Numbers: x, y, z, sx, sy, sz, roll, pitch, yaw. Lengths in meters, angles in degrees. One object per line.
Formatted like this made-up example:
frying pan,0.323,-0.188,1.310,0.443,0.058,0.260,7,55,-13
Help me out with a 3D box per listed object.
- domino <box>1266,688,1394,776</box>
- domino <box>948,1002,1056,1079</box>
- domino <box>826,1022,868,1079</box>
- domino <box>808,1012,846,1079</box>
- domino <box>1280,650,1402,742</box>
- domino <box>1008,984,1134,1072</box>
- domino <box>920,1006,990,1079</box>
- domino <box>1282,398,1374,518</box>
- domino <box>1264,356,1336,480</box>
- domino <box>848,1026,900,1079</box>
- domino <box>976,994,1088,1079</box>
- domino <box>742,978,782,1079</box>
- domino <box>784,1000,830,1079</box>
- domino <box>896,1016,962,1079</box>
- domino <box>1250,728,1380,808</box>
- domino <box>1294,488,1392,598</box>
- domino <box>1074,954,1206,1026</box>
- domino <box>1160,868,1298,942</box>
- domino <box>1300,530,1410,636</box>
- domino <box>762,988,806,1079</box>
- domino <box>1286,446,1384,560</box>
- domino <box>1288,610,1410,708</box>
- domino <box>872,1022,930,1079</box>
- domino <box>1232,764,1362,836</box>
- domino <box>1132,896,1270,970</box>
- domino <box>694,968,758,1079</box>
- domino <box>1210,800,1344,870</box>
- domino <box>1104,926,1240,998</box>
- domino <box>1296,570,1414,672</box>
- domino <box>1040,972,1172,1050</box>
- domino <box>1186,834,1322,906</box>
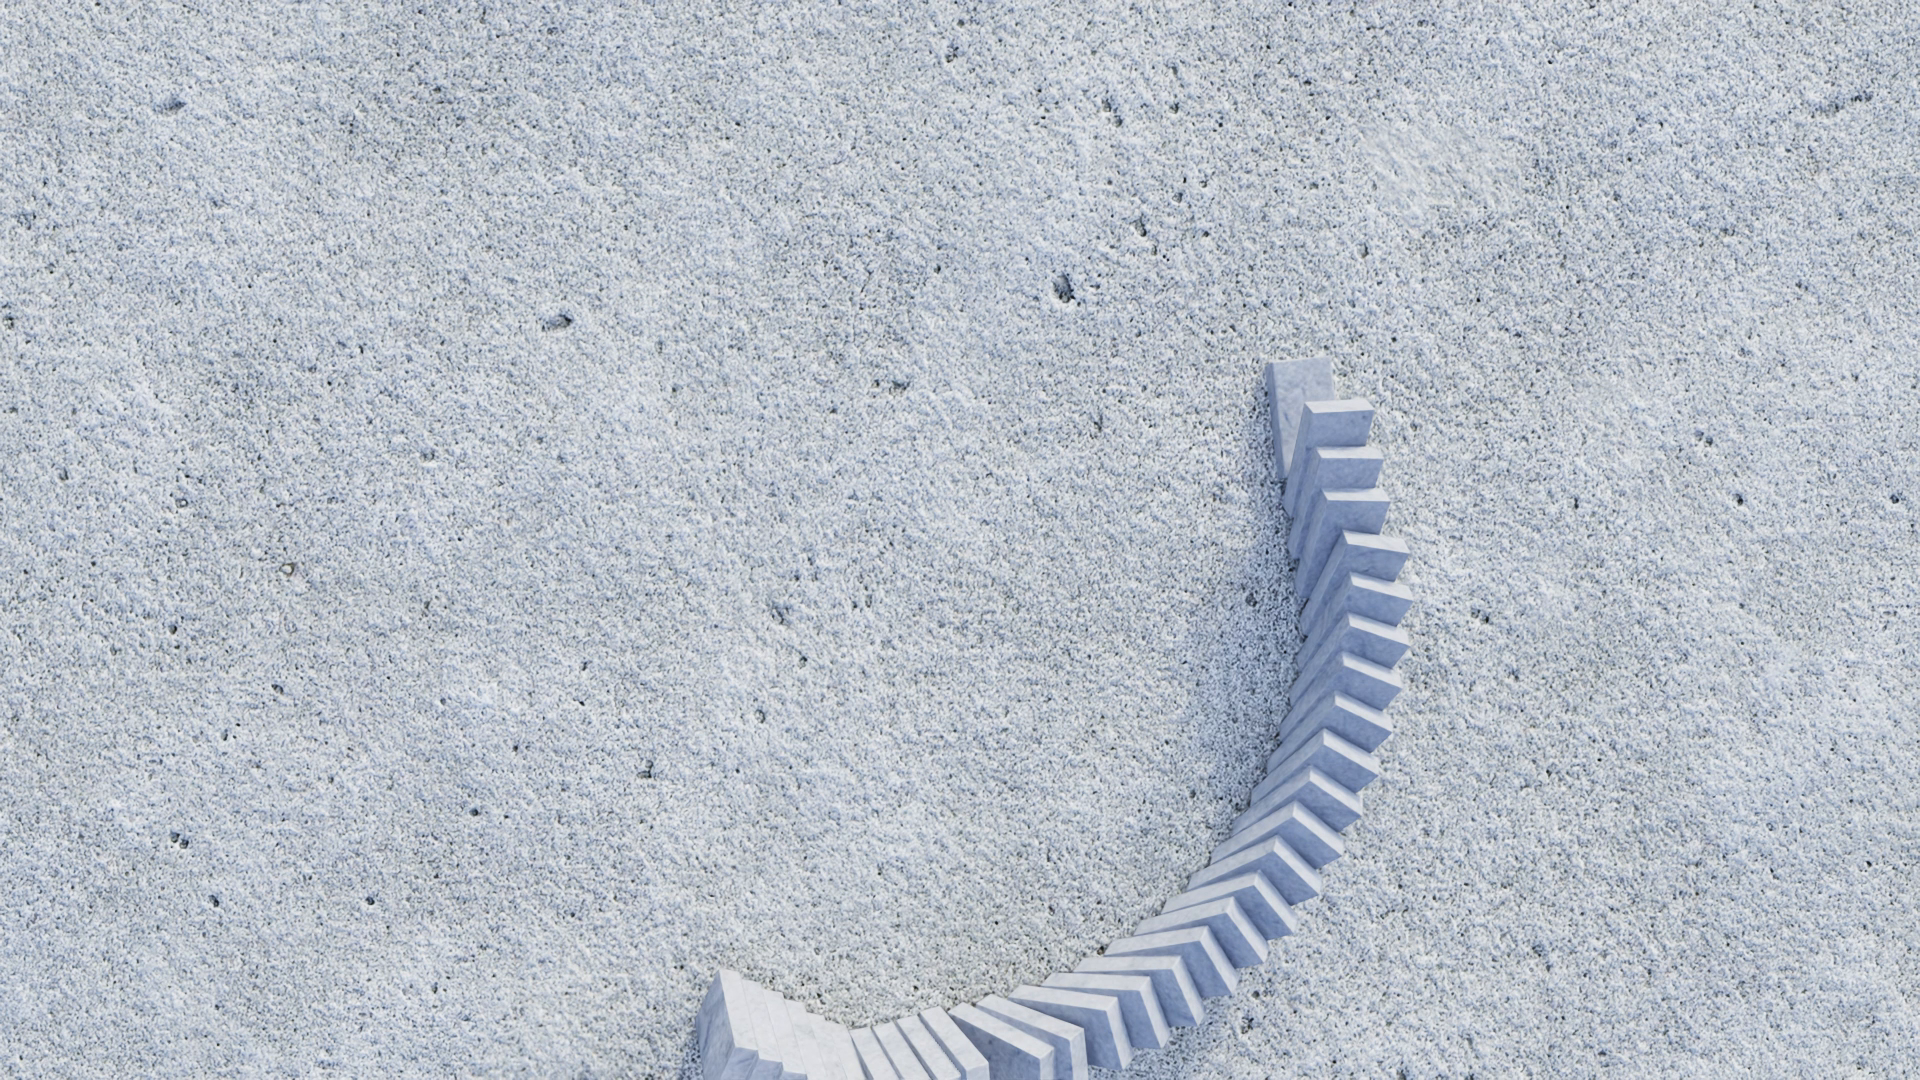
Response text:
domino,0.153,0.086,0.381,0.025,0.009,0.050,26,127,0
domino,0.017,0.214,0.379,0.050,0.009,0.025,1,95,43
domino,-0.050,0.226,0.375,0.009,0.050,0.025,25,90,-24
domino,-0.059,0.221,0.375,0.010,0.050,0.025,25,90,-24
domino,0.157,0.070,0.381,0.025,0.009,0.050,22,127,0
domino,0.045,0.202,0.381,0.050,0.009,0.025,-16,90,39
domino,-0.002,0.215,0.375,0.010,0.050,0.025,-4,90,-24
domino,0.152,-0.033,0.381,0.025,0.010,0.050,-3,126,-2
domino,0.148,-0.053,0.395,0.025,0.010,0.050,-7,90,0
domino,-0.035,0.225,0.375,0.009,0.050,0.025,3,90,-23
domino,0.029,0.209,0.379,0.050,0.009,0.025,-5,91,43
domino,-0.087,0.207,0.375,0.009,0.050,0.025,25,90,-24
domino,-0.068,0.216,0.375,0.010,0.050,0.025,25,90,-24
domino,-0.013,0.220,0.375,0.009,0.050,0.025,-1,90,-24
domino,0.146,0.101,0.381,0.025,0.010,0.050,30,129,0
domino,0.158,0.002,0.382,0.025,0.010,0.050,1,125,0
domino,0.074,0.187,0.381,0.050,0.009,0.025,-24,90,39
domino,0.111,0.156,0.381,0.025,0.010,0.050,51,129,0
domino,0.163,0.020,0.381,0.025,0.009,0.050,9,127,0
domino,-0.078,0.211,0.375,0.009,0.050,0.025,25,90,-24
domino,0.155,-0.015,0.382,0.025,0.010,0.050,1,125,-1
domino,0.161,0.054,0.381,0.025,0.010,0.050,19,127,0
domino,-0.024,0.223,0.375,0.009,0.050,0.025,0,90,-23
domino,0.139,0.116,0.381,0.025,0.010,0.050,34,129,0
domino,0.099,0.167,0.381,0.050,0.009,0.025,-36,90,39
domino,-0.096,0.202,0.375,0.010,0.050,0.025,25,90,-24
domino,0.131,0.130,0.381,0.025,0.010,0.050,39,129,0
domino,0.087,0.177,0.381,0.050,0.010,0.025,-31,90,39
domino,0.163,0.037,0.381,0.025,0.010,0.050,15,127,0
domino,0.060,0.195,0.381,0.050,0.009,0.025,-20,90,39
domino,0.121,0.143,0.381,0.025,0.009,0.050,44,129,0
